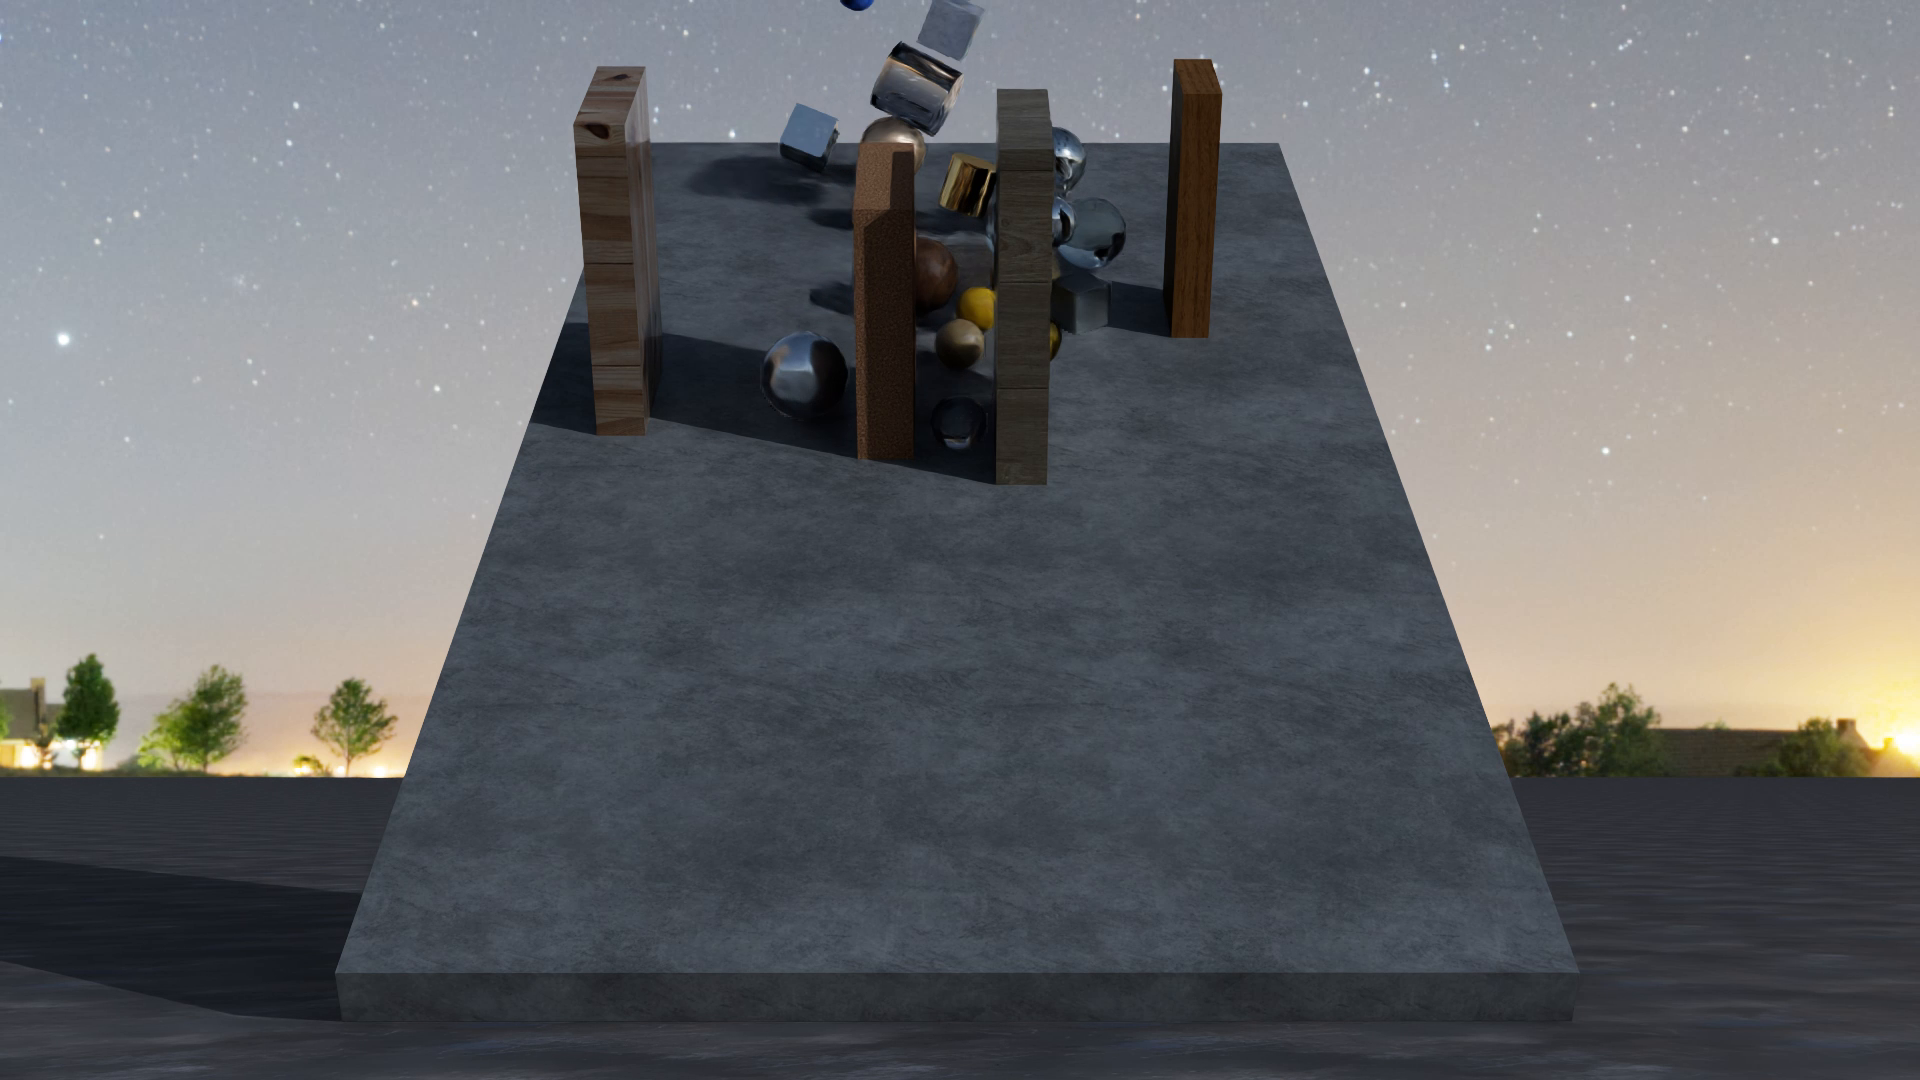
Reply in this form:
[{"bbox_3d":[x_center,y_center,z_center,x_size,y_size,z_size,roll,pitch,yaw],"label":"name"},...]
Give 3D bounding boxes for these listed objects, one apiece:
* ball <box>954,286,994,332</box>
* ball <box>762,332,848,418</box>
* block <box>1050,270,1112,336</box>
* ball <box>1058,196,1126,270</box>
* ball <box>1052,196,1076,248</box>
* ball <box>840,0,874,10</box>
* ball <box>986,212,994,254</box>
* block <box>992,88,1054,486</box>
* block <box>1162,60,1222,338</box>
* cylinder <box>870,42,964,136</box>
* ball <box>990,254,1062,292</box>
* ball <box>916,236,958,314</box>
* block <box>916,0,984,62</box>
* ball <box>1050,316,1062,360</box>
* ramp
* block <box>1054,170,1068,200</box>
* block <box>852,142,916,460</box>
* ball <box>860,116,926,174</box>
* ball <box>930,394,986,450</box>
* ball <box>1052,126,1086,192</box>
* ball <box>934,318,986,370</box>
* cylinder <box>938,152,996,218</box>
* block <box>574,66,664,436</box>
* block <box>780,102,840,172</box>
[{"bbox_3d":[0.046,-0.585,6.071,0.117,0.117,0.117,0,-6,0],"label":"ball"},{"bbox_3d":[-0.364,-0.387,5.617,0.203,0.203,0.203,0,-6,0],"label":"ball"},{"bbox_3d":[0.304,-0.605,6.115,0.112,0.112,0.112,-20,35,-33],"label":"block"},{"bbox_3d":[0.350,-0.823,6.429,0.195,0.195,0.195,0,-6,0],"label":"ball"},{"bbox_3d":[0.234,-0.824,6.210,0.134,0.134,0.134,0,-6,0],"label":"ball"},{"bbox_3d":[-0.296,-1.584,6.904,0.115,0.115,0.115,0,-6,0],"label":"ball"},{"bbox_3d":[0.160,-0.823,6.443,0.181,0.181,0.181,0,-6,0],"label":"ball"},{"bbox_3d":[0.137,-0.562,5.335,0.114,0.784,0.399,0,29,0],"label":"block"},{"bbox_3d":[0.582,-0.858,6.032,0.094,0.638,0.277,0,29,0],"label":"block"},{"bbox_3d":[-0.119,-1.250,6.644,0.194,0.194,0.194,28,-4,4],"label":"cylinder"},{"bbox_3d":[0.169,-0.677,6.170,0.185,0.185,0.185,0,-6,0],"label":"ball"},{"bbox_3d":[-0.105,-0.681,6.160,0.200,0.200,0.200,0,-6,0],"label":"ball"},{"bbox_3d":[-0.027,-1.556,7.252,0.147,0.147,0.147,23,22,-1],"label":"block"},{"bbox_3d":[0.174,-0.479,5.684,0.135,0.135,0.135,0,-6,0],"label":"ball"},{"bbox_3d":[-0.012,-0.219,5.628,2.000,0.100,4.000,0,29,0],"label":"ramp"},{"bbox_3d":[0.202,-0.949,6.707,0.148,0.148,0.148,-9,30,-17],"label":"block"},{"bbox_3d":[-0.169,-0.553,5.505,0.128,0.603,0.433,0,29,0],"label":"block"},{"bbox_3d":[-0.198,-1.142,7.008,0.195,0.195,0.195,0,-6,0],"label":"ball"},{"bbox_3d":[-0.003,-0.269,5.483,0.127,0.127,0.127,0,-6,0],"label":"ball"},{"bbox_3d":[0.264,-1.093,6.915,0.202,0.202,0.202,0,-6,0],"label":"ball"},{"bbox_3d":[-0.001,-0.480,5.872,0.124,0.124,0.124,0,-6,0],"label":"ball"},{"bbox_3d":[0.024,-0.984,6.651,0.138,0.138,0.138,18,19,-6],"label":"cylinder"},{"bbox_3d":[-0.786,-0.671,5.563,0.112,0.751,0.415,0,29,0],"label":"block"},{"bbox_3d":[-0.442,-1.180,7.032,0.130,0.130,0.130,22,-10,3],"label":"block"}]
